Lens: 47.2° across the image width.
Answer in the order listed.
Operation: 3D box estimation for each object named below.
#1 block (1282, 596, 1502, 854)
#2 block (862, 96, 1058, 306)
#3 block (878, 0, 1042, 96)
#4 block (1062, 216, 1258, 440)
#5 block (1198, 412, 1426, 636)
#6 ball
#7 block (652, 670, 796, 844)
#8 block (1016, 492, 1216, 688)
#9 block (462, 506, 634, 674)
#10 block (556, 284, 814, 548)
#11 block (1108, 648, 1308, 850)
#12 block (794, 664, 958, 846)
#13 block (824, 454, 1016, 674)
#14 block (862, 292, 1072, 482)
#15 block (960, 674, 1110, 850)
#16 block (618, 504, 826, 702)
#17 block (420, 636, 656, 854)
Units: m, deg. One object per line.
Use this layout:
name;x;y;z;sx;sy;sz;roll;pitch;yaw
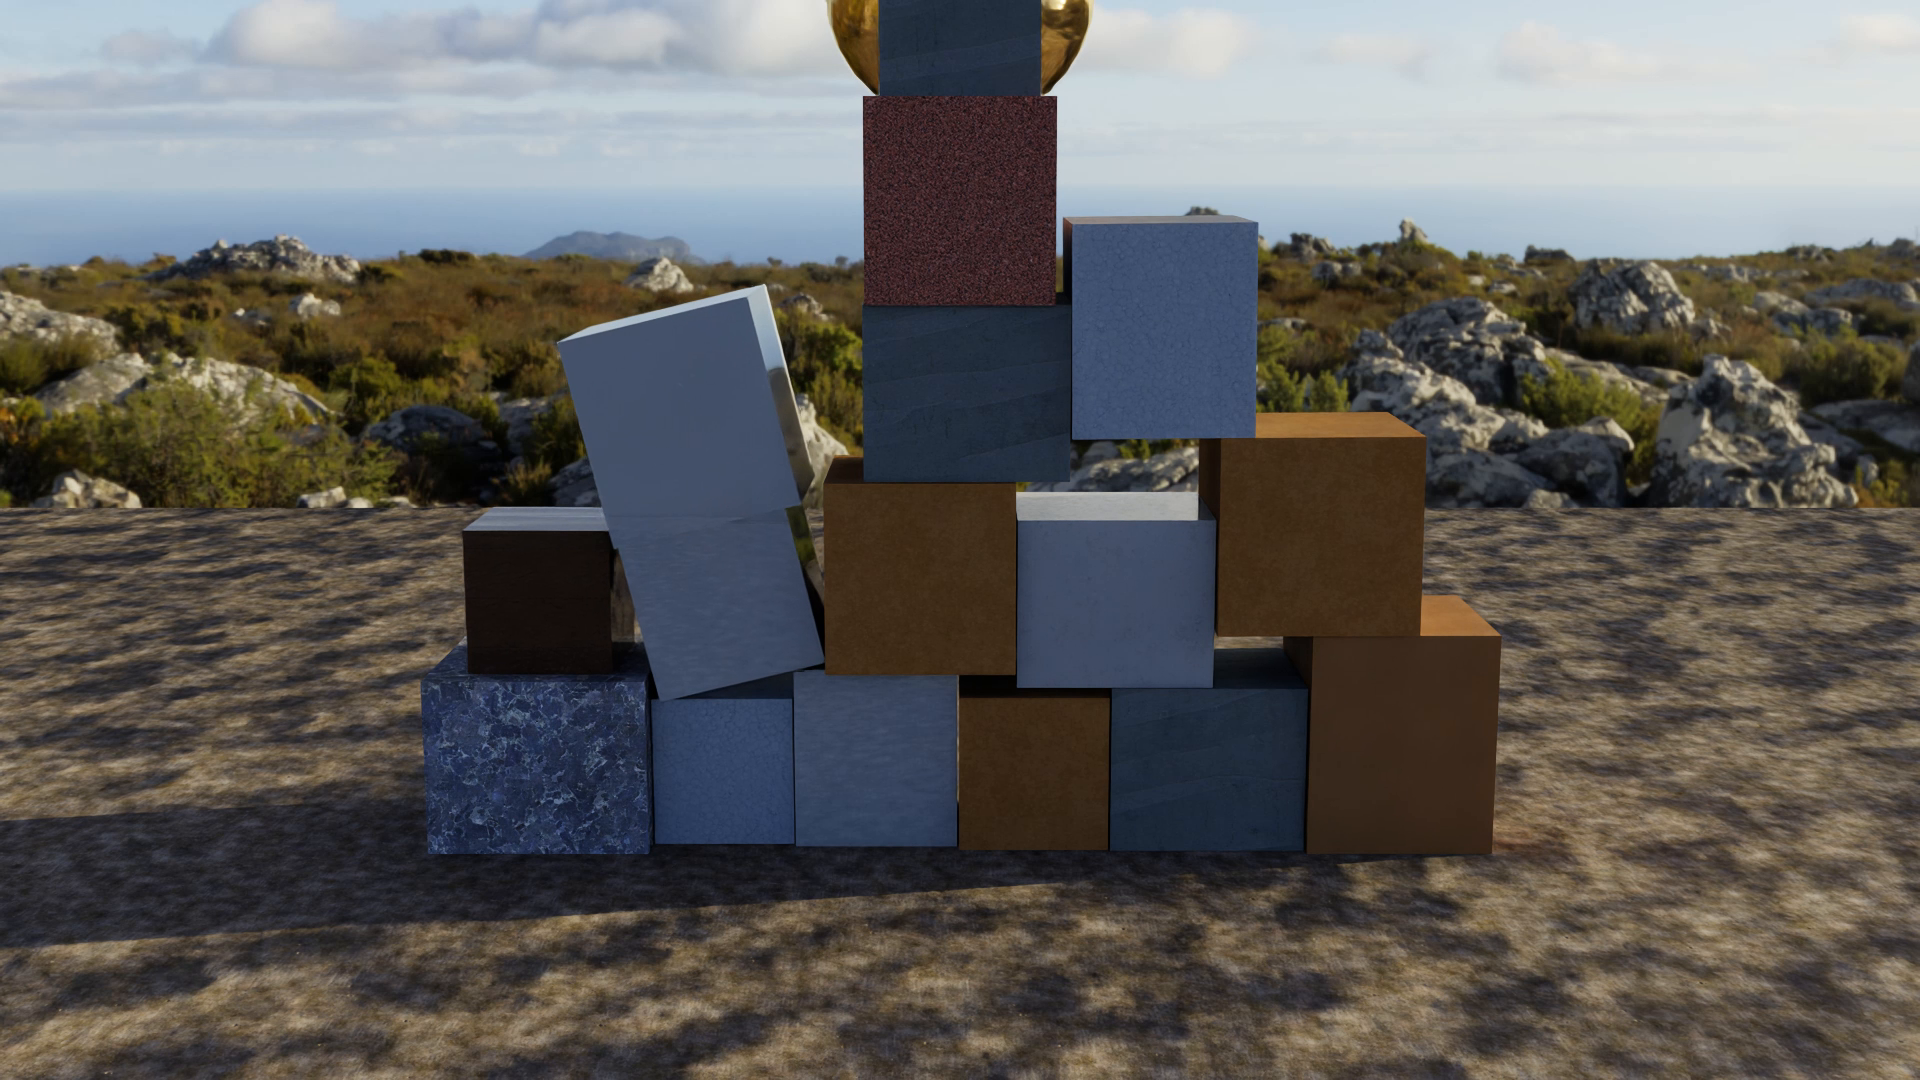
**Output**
block;2.190;0.929;11.345;0.922;1.113;0.979;0;10;0
block;0.000;-1.687;10.872;0.915;0.981;0.926;0;10;0
block;0.000;-2.548;10.721;0.765;0.768;0.774;0;10;0
block;0.976;-1.081;10.973;0.880;1.027;1.000;-1;10;0
block;1.754;-0.099;11.147;0.989;0.980;0.980;0;10;0
ball;0.000;-3.247;12.922;1.600;1.600;1.600;0;10;0
block;-1.188;1.103;11.391;0.705;0.754;0.693;0;10;0
block;0.767;0.239;11.239;0.971;0.841;0.873;0;10;0
block;-2.086;0.248;11.235;0.721;0.728;0.706;0;10;1
block;-1.350;-0.641;11.067;0.945;1.037;0.896;-13;10;3
block;1.235;1.066;11.371;0.968;0.834;0.888;0;10;0
block;-0.420;1.023;11.384;0.812;0.914;0.792;0;10;0
block;-0.194;0.107;11.215;0.935;0.950;0.998;0;10;0
block;0.033;-0.783;11.051;1.005;0.861;0.870;0;10;0
block;0.368;1.094;11.360;0.745;0.784;0.836;0;10;0
block;-1.172;0.249;11.231;0.847;0.806;0.809;-13;10;2
block;-2.102;1.040;11.381;1.099;0.882;1.016;0;10;0
